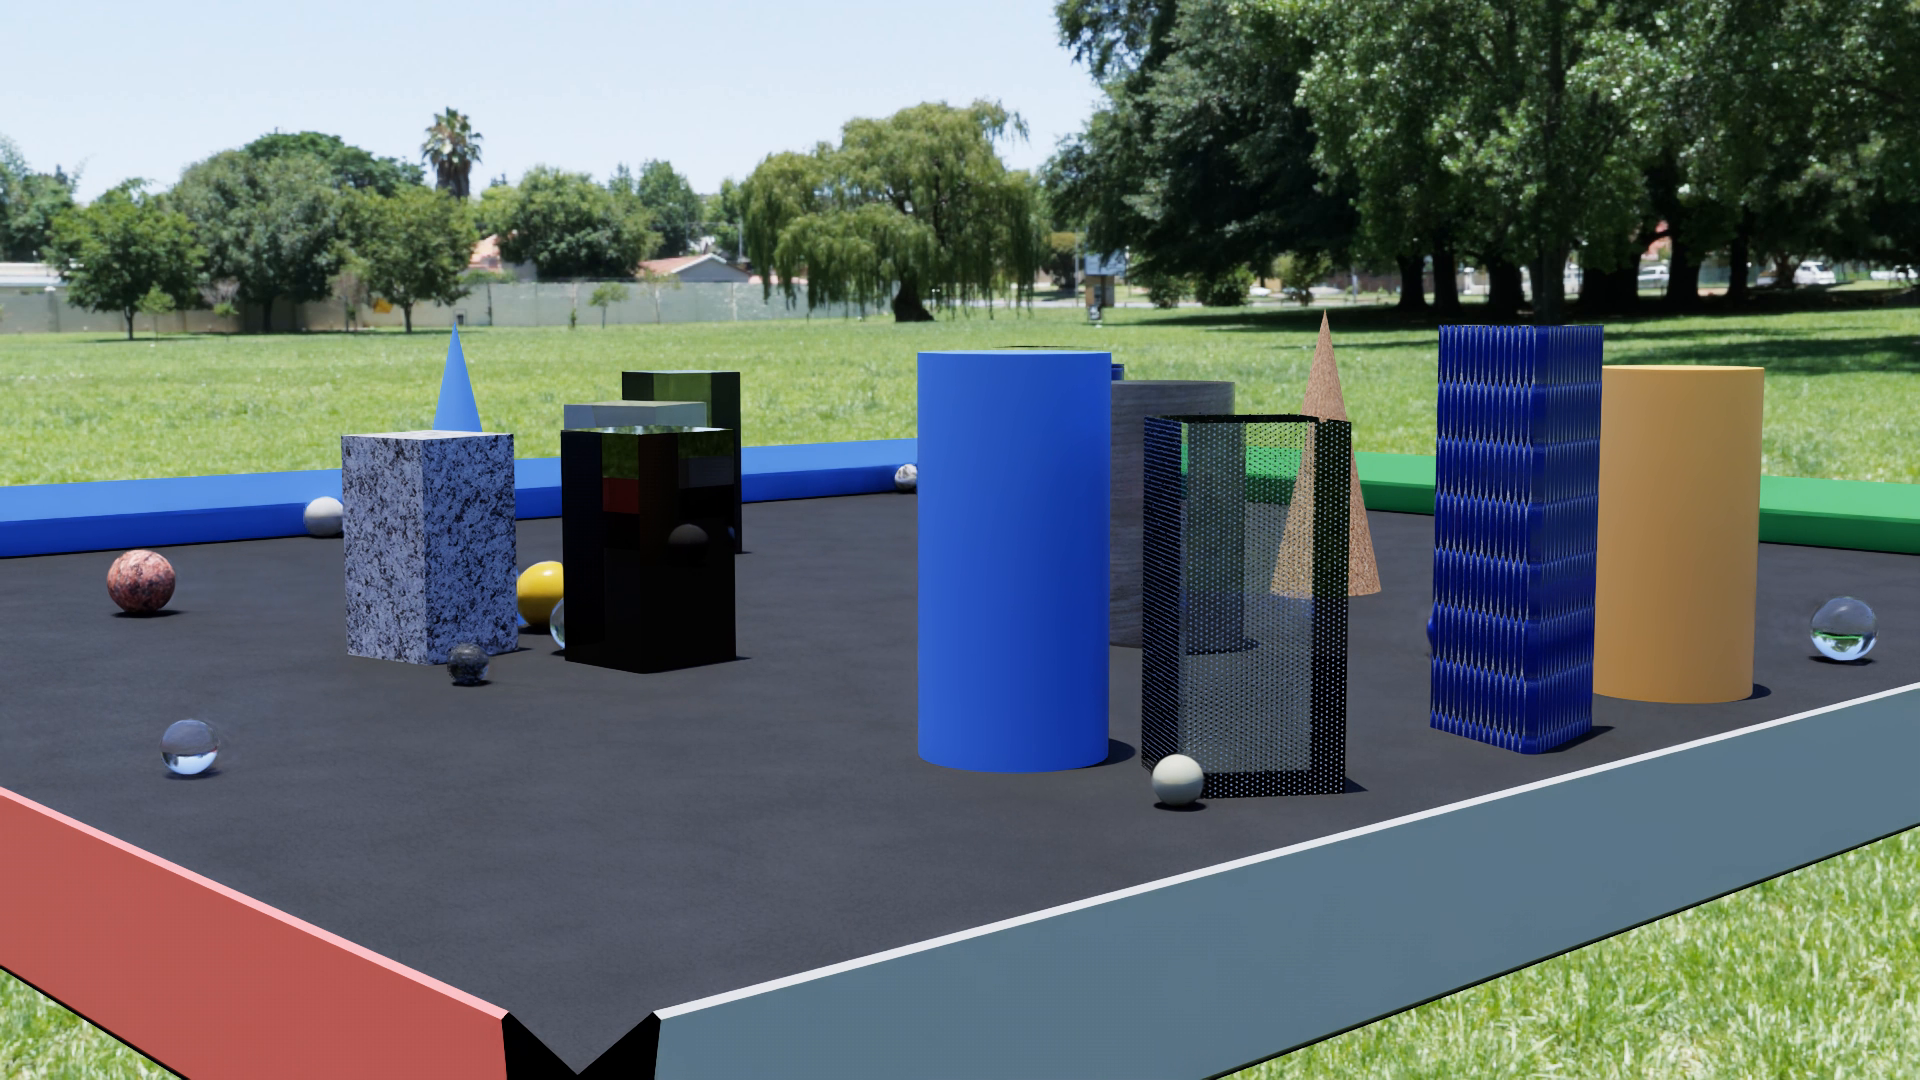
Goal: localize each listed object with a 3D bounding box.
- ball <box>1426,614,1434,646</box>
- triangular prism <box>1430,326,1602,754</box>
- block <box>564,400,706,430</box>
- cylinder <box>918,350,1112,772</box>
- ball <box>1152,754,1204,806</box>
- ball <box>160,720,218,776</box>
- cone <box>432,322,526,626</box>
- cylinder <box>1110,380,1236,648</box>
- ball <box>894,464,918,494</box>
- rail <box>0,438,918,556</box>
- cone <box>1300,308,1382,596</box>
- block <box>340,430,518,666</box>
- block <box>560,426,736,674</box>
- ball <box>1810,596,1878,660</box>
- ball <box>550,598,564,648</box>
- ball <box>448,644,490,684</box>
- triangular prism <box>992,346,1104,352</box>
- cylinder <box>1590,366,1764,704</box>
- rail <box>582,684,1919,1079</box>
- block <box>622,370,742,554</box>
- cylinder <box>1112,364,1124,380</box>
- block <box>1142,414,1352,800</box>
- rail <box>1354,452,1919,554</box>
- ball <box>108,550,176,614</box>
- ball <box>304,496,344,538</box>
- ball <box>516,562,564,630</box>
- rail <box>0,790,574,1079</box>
[{"bbox_3d":[0.632,0.117,2.823,0.065,0.065,0.065,0,6,0],"label":"ball"},{"bbox_3d":[0.561,-0.009,2.287,0.144,0.427,0.166,4,7,36],"label":"triangular prism"},{"bbox_3d":[-0.479,-0.051,3.269,0.153,0.305,0.153,2,6,22],"label":"block"},{"bbox_3d":[0.054,0.014,2.189,0.191,0.401,0.191,0,6,0],"label":"cylinder"},{"bbox_3d":[0.195,0.216,1.971,0.047,0.047,0.047,0,6,0],"label":"ball"},{"bbox_3d":[-0.738,0.198,2.106,0.053,0.053,0.053,0,6,0],"label":"ball"},{"bbox_3d":[-0.710,-0.096,3.110,0.191,0.428,0.191,0,6,0],"label":"cone"},{"bbox_3d":[0.272,-0.039,2.957,0.191,0.346,0.191,0,6,0],"label":"cylinder"},{"bbox_3d":[-0.124,-0.148,5.318,0.069,0.069,0.069,0,6,0],"label":"ball"},{"bbox_3d":[-1.087,-0.091,4.504,3.479,0.124,0.045,-6,8,-42],"label":"rail"},{"bbox_3d":[0.575,-0.144,3.485,0.191,0.445,0.191,0,6,0],"label":"cone"},{"bbox_3d":[-0.684,0.005,2.843,0.153,0.283,0.153,4,7,35],"label":"block"},{"bbox_3d":[-0.393,0.007,2.778,0.153,0.293,0.153,6,8,42],"label":"block"},{"bbox_3d":[1.120,0.112,2.786,0.081,0.081,0.081,0,6,0],"label":"ball"},{"bbox_3d":[-0.493,0.107,2.851,0.078,0.078,0.078,0,6,0],"label":"ball"},{"bbox_3d":[-0.584,0.147,2.618,0.047,0.047,0.047,0,6,0],"label":"ball"},{"bbox_3d":[0.109,-0.090,3.245,0.166,0.389,0.144,-2,6,-14],"label":"triangular prism"},{"bbox_3d":[0.829,-0.012,2.562,0.191,0.376,0.191,0,6,0],"label":"cylinder"},{"bbox_3d":[1.087,0.156,2.161,3.479,0.124,0.045,-6,8,-42],"label":"rail"},{"bbox_3d":[-0.505,-0.140,3.997,0.153,0.331,0.153,-5,8,-41],"label":"block"},{"bbox_3d":[0.229,-0.181,4.360,0.191,0.335,0.191,0,6,0],"label":"cylinder"},{"bbox_3d":[0.266,0.057,2.069,0.153,0.342,0.153,-1,6,-10],"label":"block"},{"bbox_3d":[1.261,-0.089,4.489,0.045,0.124,3.253,-6,8,-42],"label":"rail"},{"bbox_3d":[-1.195,0.061,3.210,0.094,0.094,0.094,0,6,0],"label":"ball"},{"bbox_3d":[-1.237,-0.045,4.291,0.079,0.079,0.079,0,6,0],"label":"ball"},{"bbox_3d":[-0.571,0.077,3.051,0.096,0.096,0.096,0,6,0],"label":"ball"},{"bbox_3d":[-1.261,0.154,2.175,0.045,0.124,3.253,-6,8,-42],"label":"rail"}]
